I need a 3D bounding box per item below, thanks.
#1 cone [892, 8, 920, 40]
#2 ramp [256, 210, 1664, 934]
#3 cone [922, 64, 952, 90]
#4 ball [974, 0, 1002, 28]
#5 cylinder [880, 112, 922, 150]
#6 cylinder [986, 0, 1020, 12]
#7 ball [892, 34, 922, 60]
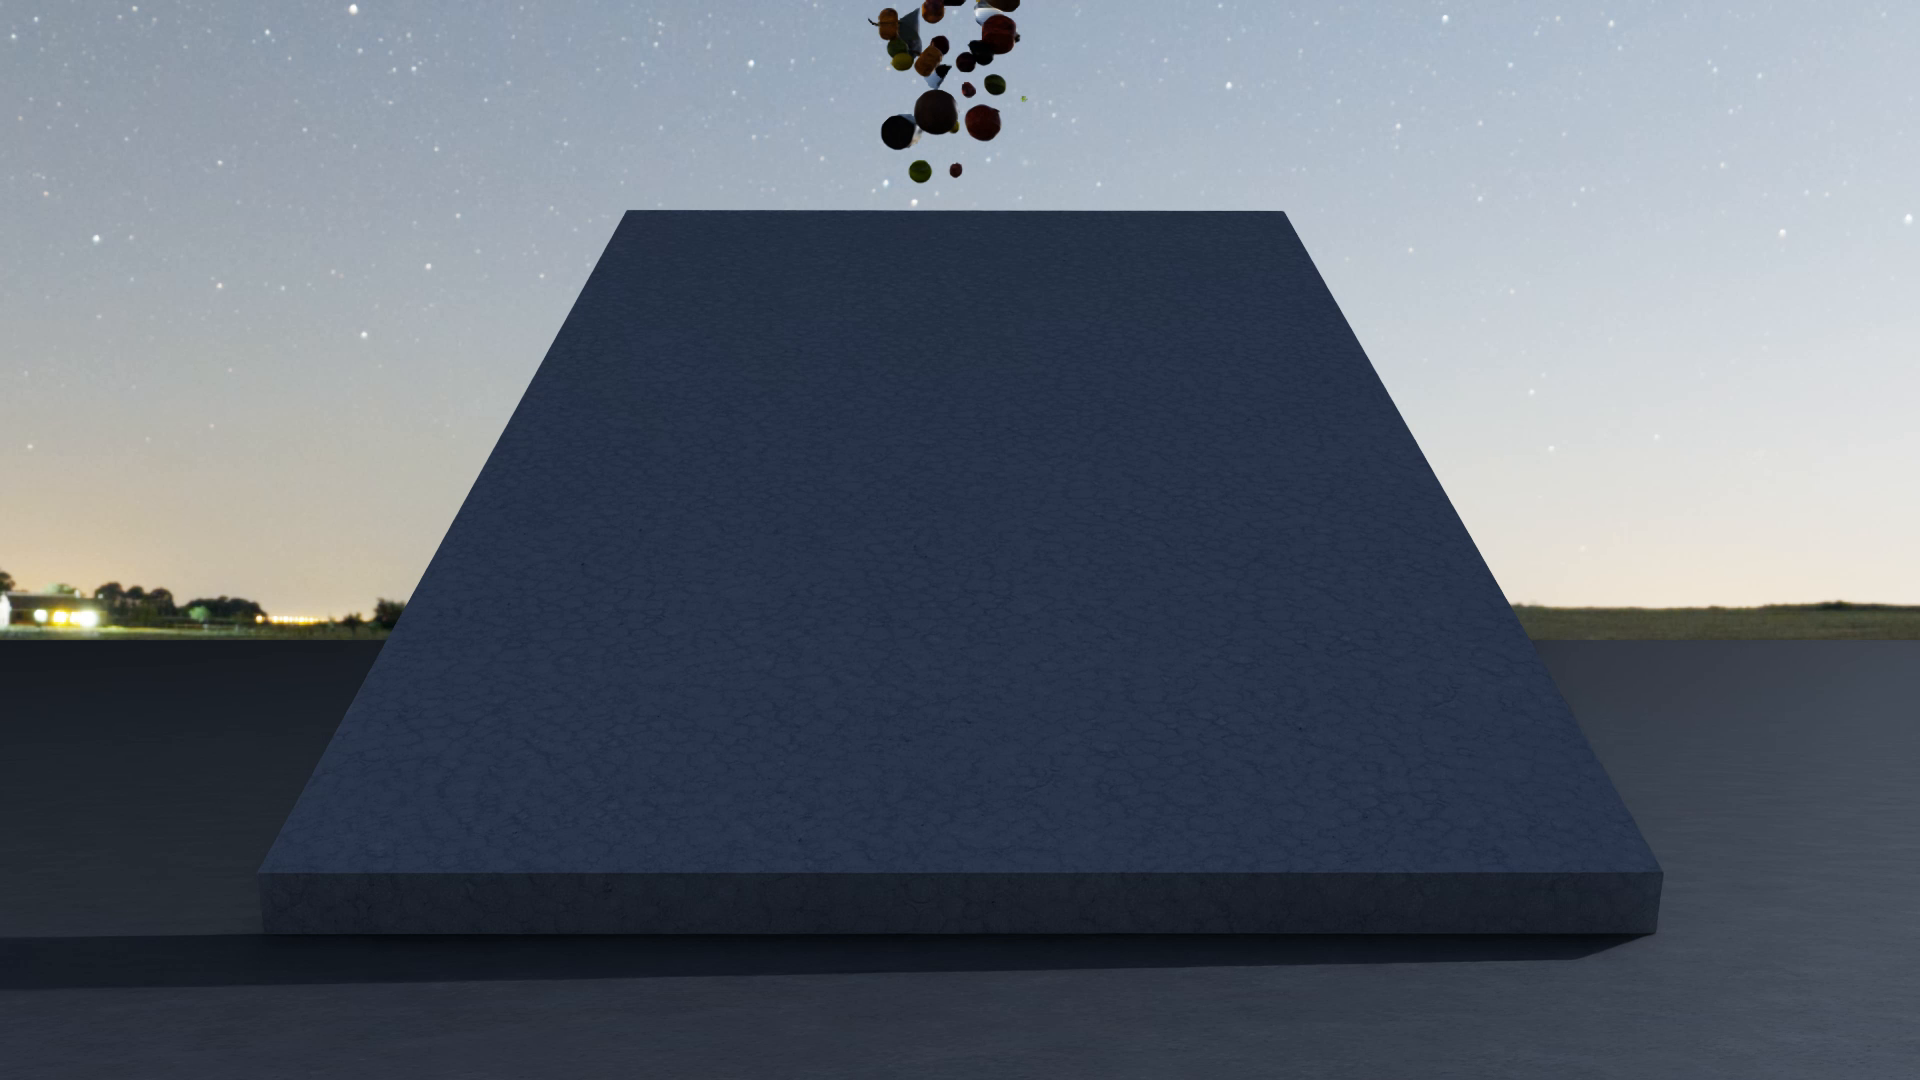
[{"bbox_3d":[-0.141,-1.548,6.811,0.088,0.088,0.088,26,-15,7],"label":"cone"},{"bbox_3d":[-0.006,-0.219,5.135,2.000,0.100,4.000,0,22,0],"label":"ramp"},{"bbox_3d":[-0.054,-1.369,6.690,0.080,0.080,0.080,-21,-14,35],"label":"cone"},{"bbox_3d":[0.081,-1.560,6.776,0.084,0.084,0.084,0,-2,0],"label":"ball"},{"bbox_3d":[-0.168,-1.177,6.601,0.096,0.096,0.096,-1,18,19],"label":"cylinder"},{"bbox_3d":[0.122,-1.569,6.598,0.082,0.082,0.082,1,25,-28],"label":"cylinder"},{"bbox_3d":[-0.157,-1.488,6.891,0.089,0.089,0.089,0,-2,0],"label":"ball"}]
